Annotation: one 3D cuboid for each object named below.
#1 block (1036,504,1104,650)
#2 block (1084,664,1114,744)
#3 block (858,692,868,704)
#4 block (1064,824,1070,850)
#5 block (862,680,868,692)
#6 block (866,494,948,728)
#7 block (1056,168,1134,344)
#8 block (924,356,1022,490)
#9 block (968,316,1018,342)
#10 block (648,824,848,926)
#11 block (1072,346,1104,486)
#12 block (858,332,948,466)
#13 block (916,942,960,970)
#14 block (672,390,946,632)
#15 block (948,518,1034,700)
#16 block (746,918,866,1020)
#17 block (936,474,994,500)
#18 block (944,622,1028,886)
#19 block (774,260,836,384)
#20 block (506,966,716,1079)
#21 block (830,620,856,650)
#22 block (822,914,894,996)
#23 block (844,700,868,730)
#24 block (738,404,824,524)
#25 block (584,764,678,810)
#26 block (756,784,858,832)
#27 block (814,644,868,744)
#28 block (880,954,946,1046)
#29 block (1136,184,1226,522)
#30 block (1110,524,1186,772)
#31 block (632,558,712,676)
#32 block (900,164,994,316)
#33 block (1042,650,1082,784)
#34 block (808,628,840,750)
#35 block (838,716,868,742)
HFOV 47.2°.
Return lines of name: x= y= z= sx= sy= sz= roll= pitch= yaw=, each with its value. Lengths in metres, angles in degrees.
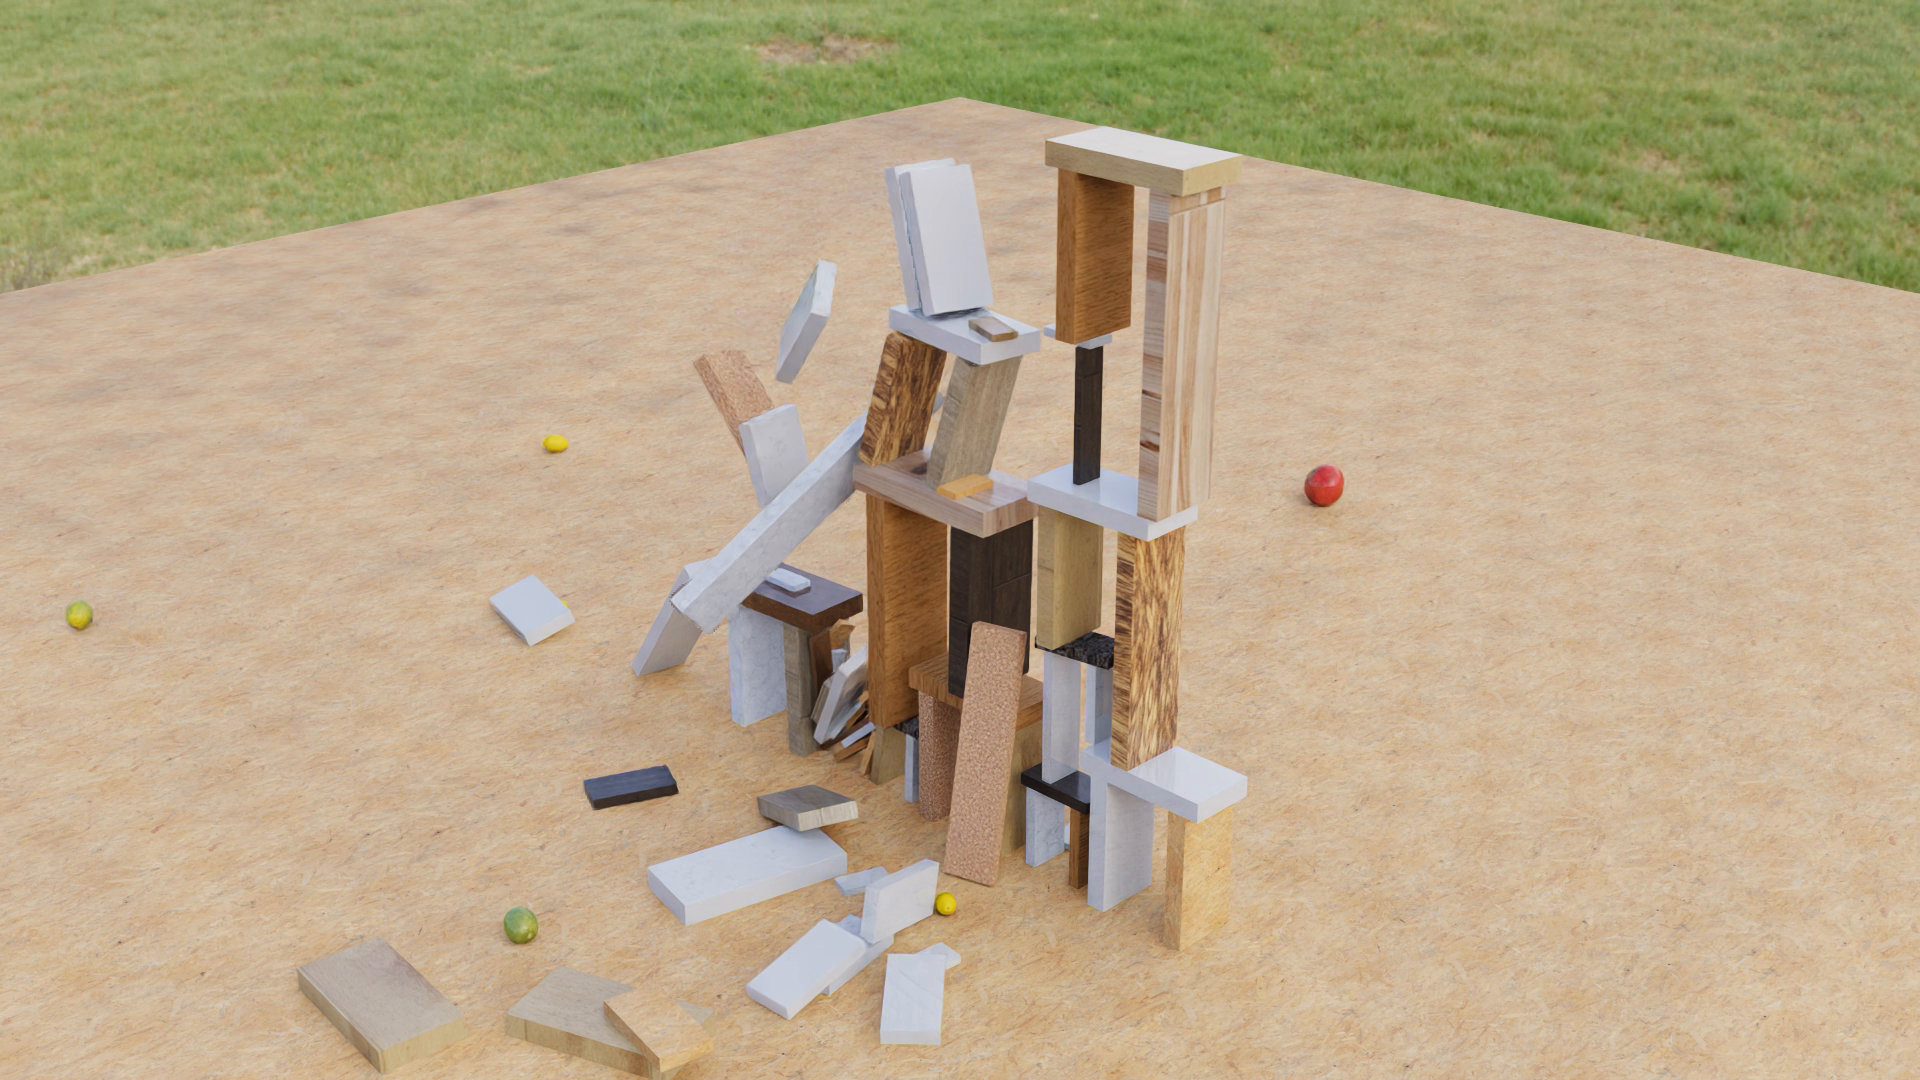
block: x=0.201 y=0.049 z=4.011 sx=0.039 sy=0.276 sz=0.138 roll=20 pitch=30 yaw=39
block: x=0.267 y=0.290 z=4.058 sx=0.023 sy=0.160 sz=0.080 roll=21 pitch=31 yaw=40
block: x=-0.203 y=0.357 z=4.857 sx=0.095 sy=0.047 sz=0.013 roll=-3 pitch=-4 yaw=-7
block: x=0.262 y=0.558 z=4.410 sx=0.048 sy=0.014 sz=0.225 roll=19 pitch=31 yaw=25
block: x=-0.204 y=0.316 z=4.887 sx=0.013 sy=0.095 sz=0.047 roll=21 pitch=4 yaw=-11
block: x=-0.104 y=0.120 z=4.387 sx=0.050 sy=0.496 sz=0.175 roll=21 pitch=31 yaw=40
block: x=0.232 y=-0.500 z=3.775 sx=0.043 sy=0.301 sz=0.150 roll=21 pitch=31 yaw=40
block: x=0.025 y=-0.230 z=4.096 sx=0.140 sy=0.279 sz=0.040 roll=-21 pitch=49 yaw=-41
block: x=0.059 y=-0.381 z=3.978 sx=0.050 sy=0.014 sz=0.100 roll=-11 pitch=25 yaw=-23
block: x=-0.406 y=0.632 z=4.212 sx=0.345 sy=0.045 sz=0.159 roll=-14 pitch=27 yaw=-30
block: x=0.226 y=-0.223 z=3.873 sx=0.016 sy=0.253 sz=0.057 roll=20 pitch=30 yaw=39
block: x=-0.105 y=-0.281 z=4.215 sx=0.139 sy=0.279 sz=0.040 roll=-22 pitch=49 yaw=-41
block: x=-0.060 y=0.761 z=3.948 sx=0.113 sy=0.016 sz=0.057 roll=-18 pitch=29 yaw=-36
block: x=-0.294 y=-0.080 z=4.323 sx=0.660 sy=0.132 sz=0.037 roll=-44 pitch=63 yaw=-1
block: x=0.059 y=0.117 z=4.210 sx=0.050 sy=0.350 sz=0.175 roll=22 pitch=32 yaw=40
block: x=-0.270 y=0.754 z=3.875 sx=0.099 sy=0.028 sz=0.198 roll=21 pitch=43 yaw=36
block: x=0.010 y=-0.100 z=4.126 sx=0.100 sy=0.014 sz=0.050 roll=-21 pitch=31 yaw=-40
block: x=0.047 y=0.406 z=4.178 sx=0.102 sy=0.495 sz=0.029 roll=13 pitch=13 yaw=27
block: x=-0.310 y=-0.434 z=4.402 sx=0.037 sy=0.259 sz=0.130 roll=15 pitch=59 yaw=-15
block: x=-0.596 y=0.825 z=3.758 sx=0.319 sy=0.045 sz=0.159 roll=10 pitch=25 yaw=23
block: x=-0.262 y=0.205 z=4.611 sx=0.046 sy=0.092 sz=0.013 roll=11 pitch=37 yaw=-49
block: x=-0.216 y=0.746 z=3.965 sx=0.099 sy=0.028 sz=0.198 roll=14 pitch=27 yaw=30
block: x=-0.200 y=0.357 z=4.613 sx=0.013 sy=0.092 sz=0.046 roll=45 pitch=18 yaw=13
block: x=-0.366 y=-0.135 z=4.533 sx=0.037 sy=0.259 sz=0.130 roll=5 pitch=24 yaw=44
block: x=-0.678 y=0.509 z=4.528 sx=0.175 sy=0.025 sz=0.088 roll=-9 pitch=25 yaw=-20
block: x=-0.305 y=0.530 z=4.366 sx=0.122 sy=0.035 sz=0.244 roll=-11 pitch=6 yaw=-23
block: x=-0.237 y=0.320 z=4.529 sx=0.088 sy=0.338 sz=0.025 roll=-38 pitch=75 yaw=-28
block: x=-0.080 y=0.797 z=3.822 sx=0.102 sy=0.029 sz=0.204 roll=1 pitch=28 yaw=2
block: x=0.371 y=-0.319 z=3.694 sx=0.043 sy=0.570 sz=0.150 roll=21 pitch=30 yaw=39
block: x=0.336 y=0.182 z=3.932 sx=0.039 sy=0.459 sz=0.138 roll=21 pitch=31 yaw=41
block: x=-0.614 y=0.170 z=4.892 sx=0.122 sy=0.441 sz=0.035 roll=-16 pitch=66 yaw=-33
block: x=-0.023 y=-0.555 z=4.067 sx=0.132 sy=0.264 sz=0.037 roll=-12 pitch=4 yaw=-30
block: x=0.192 y=0.318 z=4.152 sx=0.080 sy=0.285 sz=0.023 roll=-21 pitch=31 yaw=-41
block: x=-0.285 y=0.317 z=4.635 sx=0.046 sy=0.292 sz=0.013 roll=-30 pitch=42 yaw=-35
block: x=-0.206 y=0.390 z=4.609 sx=0.046 sy=0.013 sz=0.130 roll=-22 pitch=-11 yaw=-41
